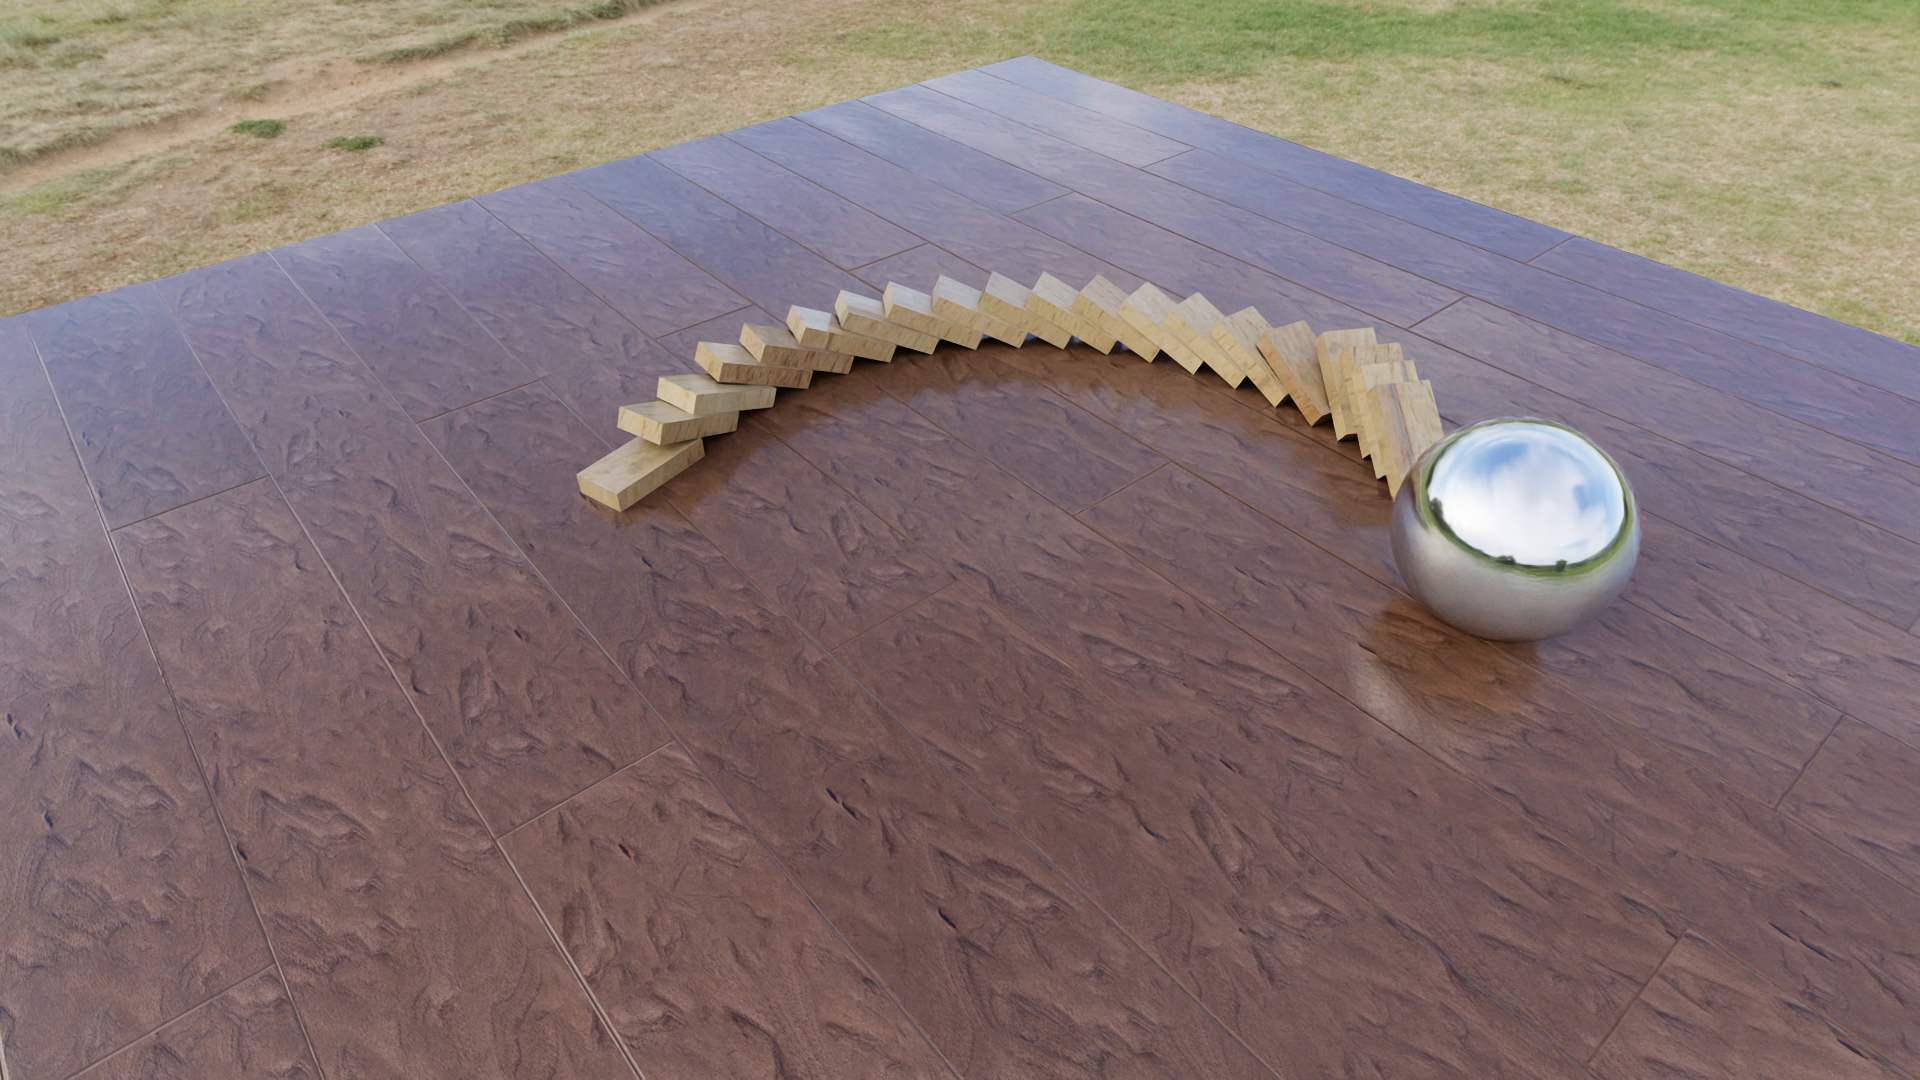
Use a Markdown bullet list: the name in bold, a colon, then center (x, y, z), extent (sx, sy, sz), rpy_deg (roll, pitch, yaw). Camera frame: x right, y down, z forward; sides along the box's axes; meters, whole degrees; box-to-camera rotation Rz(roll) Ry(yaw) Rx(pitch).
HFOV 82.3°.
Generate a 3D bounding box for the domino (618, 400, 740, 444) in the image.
- **domino**: center (-0.126, -0.054, 0.495), extent (0.025, 0.009, 0.050), rpy_deg (22, 22, 23)

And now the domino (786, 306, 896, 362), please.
- **domino**: center (-0.060, -0.104, 0.555), extent (0.050, 0.009, 0.025), rpy_deg (6, 33, -32)

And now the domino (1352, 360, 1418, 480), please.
- **domino**: center (0.192, -0.053, 0.486), extent (0.025, 0.010, 0.050), rpy_deg (-7, 77, -8)

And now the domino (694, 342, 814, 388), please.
- **domino**: center (-0.099, -0.084, 0.531), extent (0.050, 0.009, 0.025), rpy_deg (-2, 32, -43)

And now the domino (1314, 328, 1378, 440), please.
- **domino**: center (0.183, -0.072, 0.509), extent (0.025, 0.010, 0.050), rpy_deg (-7, 77, -8)

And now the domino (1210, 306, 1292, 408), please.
- **domino**: center (0.149, -0.090, 0.538), extent (0.025, 0.010, 0.050), rpy_deg (-26, 70, -28)

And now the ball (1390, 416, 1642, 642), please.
- **ball**: center (0.196, -0.004, 0.393), extent (0.080, 0.080, 0.080), rpy_deg (0, 39, 0)

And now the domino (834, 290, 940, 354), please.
- **domino**: center (-0.038, -0.112, 0.564), extent (0.050, 0.009, 0.025), rpy_deg (12, 34, -25)

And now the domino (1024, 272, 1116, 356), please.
- **domino**: center (0.060, -0.118, 0.572), extent (0.050, 0.009, 0.025), rpy_deg (30, 42, -3)

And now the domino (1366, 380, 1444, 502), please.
- **domino**: center (0.194, -0.043, 0.474), extent (0.025, 0.009, 0.050), rpy_deg (-7, 77, -8)

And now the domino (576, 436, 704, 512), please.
- **domino**: center (-0.140, -0.033, 0.484), extent (0.025, 0.010, 0.050), rpy_deg (23, 45, 26)

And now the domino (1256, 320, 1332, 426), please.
- **domino**: center (0.166, -0.080, 0.524), extent (0.025, 0.010, 0.050), rpy_deg (-19, 69, -22)

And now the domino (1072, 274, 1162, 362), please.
- **domino**: center (0.085, -0.115, 0.568), extent (0.050, 0.010, 0.025), rpy_deg (36, 47, 4)

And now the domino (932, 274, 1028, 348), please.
- **domino**: center (0.010, -0.119, 0.574), extent (0.050, 0.010, 0.025), rpy_deg (20, 37, -14)

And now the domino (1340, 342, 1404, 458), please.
- **domino**: center (0.191, -0.063, 0.498), extent (0.025, 0.009, 0.050), rpy_deg (-6, 77, -8)

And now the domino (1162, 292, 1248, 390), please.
- **domino**: center (0.128, -0.100, 0.550), extent (0.050, 0.010, 0.025), rpy_deg (46, 54, 12)

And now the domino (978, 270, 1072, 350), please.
- **domino**: center (0.036, -0.120, 0.575), extent (0.050, 0.010, 0.025), rpy_deg (25, 39, -7)

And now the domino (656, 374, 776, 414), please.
- **domino**: center (-0.113, -0.069, 0.513), extent (0.025, 0.009, 0.050), rpy_deg (27, 24, 29)

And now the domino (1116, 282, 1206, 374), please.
- **domino**: center (0.107, -0.108, 0.560), extent (0.050, 0.009, 0.025), rpy_deg (41, 50, 8)

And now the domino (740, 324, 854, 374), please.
- **domino**: center (-0.080, -0.094, 0.543), extent (0.050, 0.010, 0.025), rpy_deg (1, 32, -39)

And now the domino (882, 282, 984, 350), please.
- **domino**: center (-0.014, -0.116, 0.570), extent (0.050, 0.010, 0.025), rpy_deg (15, 35, -20)
